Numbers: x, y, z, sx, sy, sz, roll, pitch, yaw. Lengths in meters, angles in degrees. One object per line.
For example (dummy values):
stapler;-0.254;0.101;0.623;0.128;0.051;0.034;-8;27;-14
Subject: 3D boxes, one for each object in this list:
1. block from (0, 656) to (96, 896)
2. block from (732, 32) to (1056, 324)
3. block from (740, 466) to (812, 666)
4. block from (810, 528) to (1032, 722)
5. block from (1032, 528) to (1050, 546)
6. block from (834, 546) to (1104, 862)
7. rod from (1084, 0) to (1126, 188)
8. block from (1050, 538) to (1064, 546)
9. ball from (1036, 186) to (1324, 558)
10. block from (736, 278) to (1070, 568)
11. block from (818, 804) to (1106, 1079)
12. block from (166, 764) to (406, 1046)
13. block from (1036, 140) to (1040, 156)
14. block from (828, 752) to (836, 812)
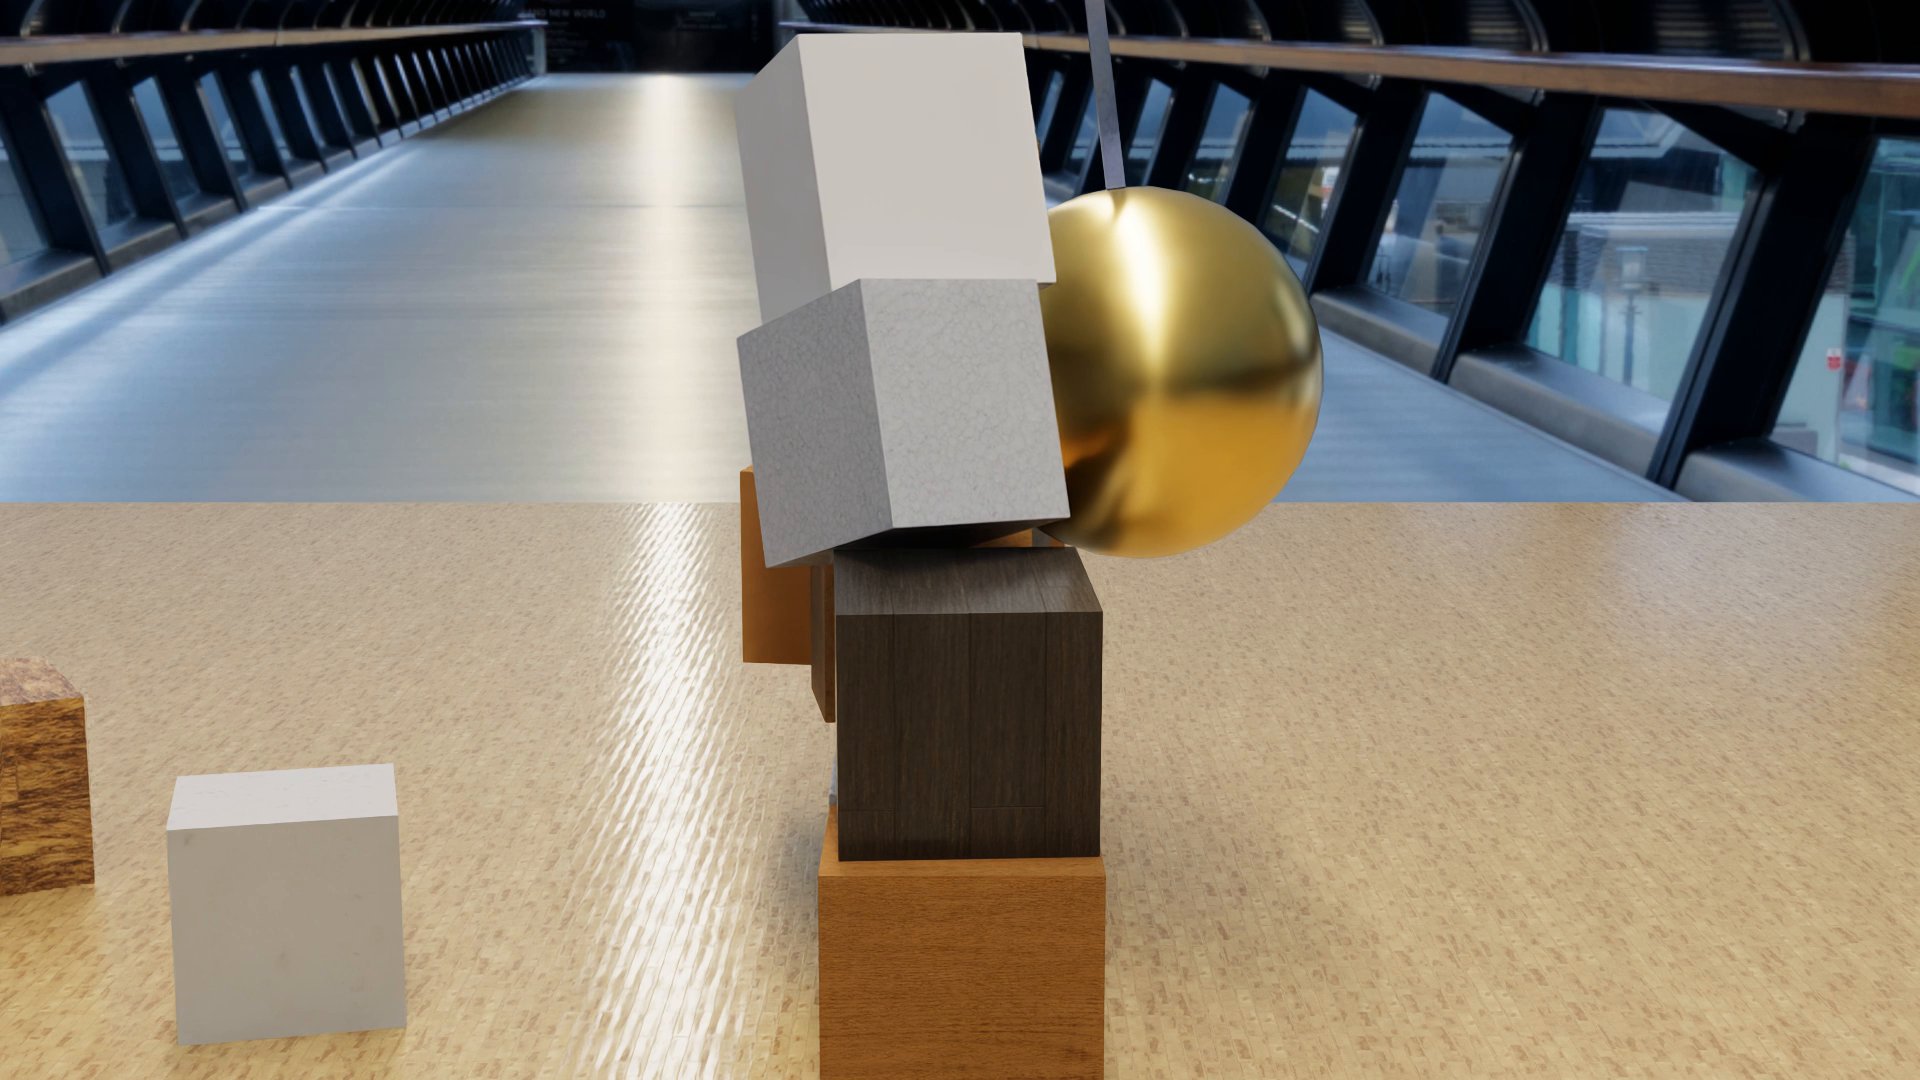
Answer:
block;-4.366;1.056;11.407;0.775;0.841;0.918;-6;12;-29
block;-0.260;-1.329;9.695;0.891;0.953;0.764;-5;-7;-24
block;-0.363;0.056;11.670;1.054;0.857;0.932;2;10;10
block;-0.177;0.292;10.655;0.831;0.776;0.854;-1;6;-7
block;-0.059;-0.110;12.583;0.910;0.893;0.911;1;6;9
block;0.006;0.549;8.942;0.877;0.853;0.913;-1;13;-3
rod;0.331;-4.037;10.446;0.080;5.200;0.080;-7;10;1
block;0.035;-0.235;13.541;0.943;0.934;0.947;2;10;8
ball;0.764;-0.719;11.050;1.600;1.600;1.600;0;10;0
block;-0.224;-0.423;9.485;0.760;0.884;0.912;-4;-7;-34
block;0.006;1.475;8.913;0.945;0.909;0.833;0;10;0
block;-2.549;1.367;9.756;0.818;0.820;0.740;-2;11;-13
block;-0.081;-1.591;12.505;0.817;0.711;0.861;1;8;12
block;0.010;1.281;9.874;0.978;0.946;1.117;0;10;-1
